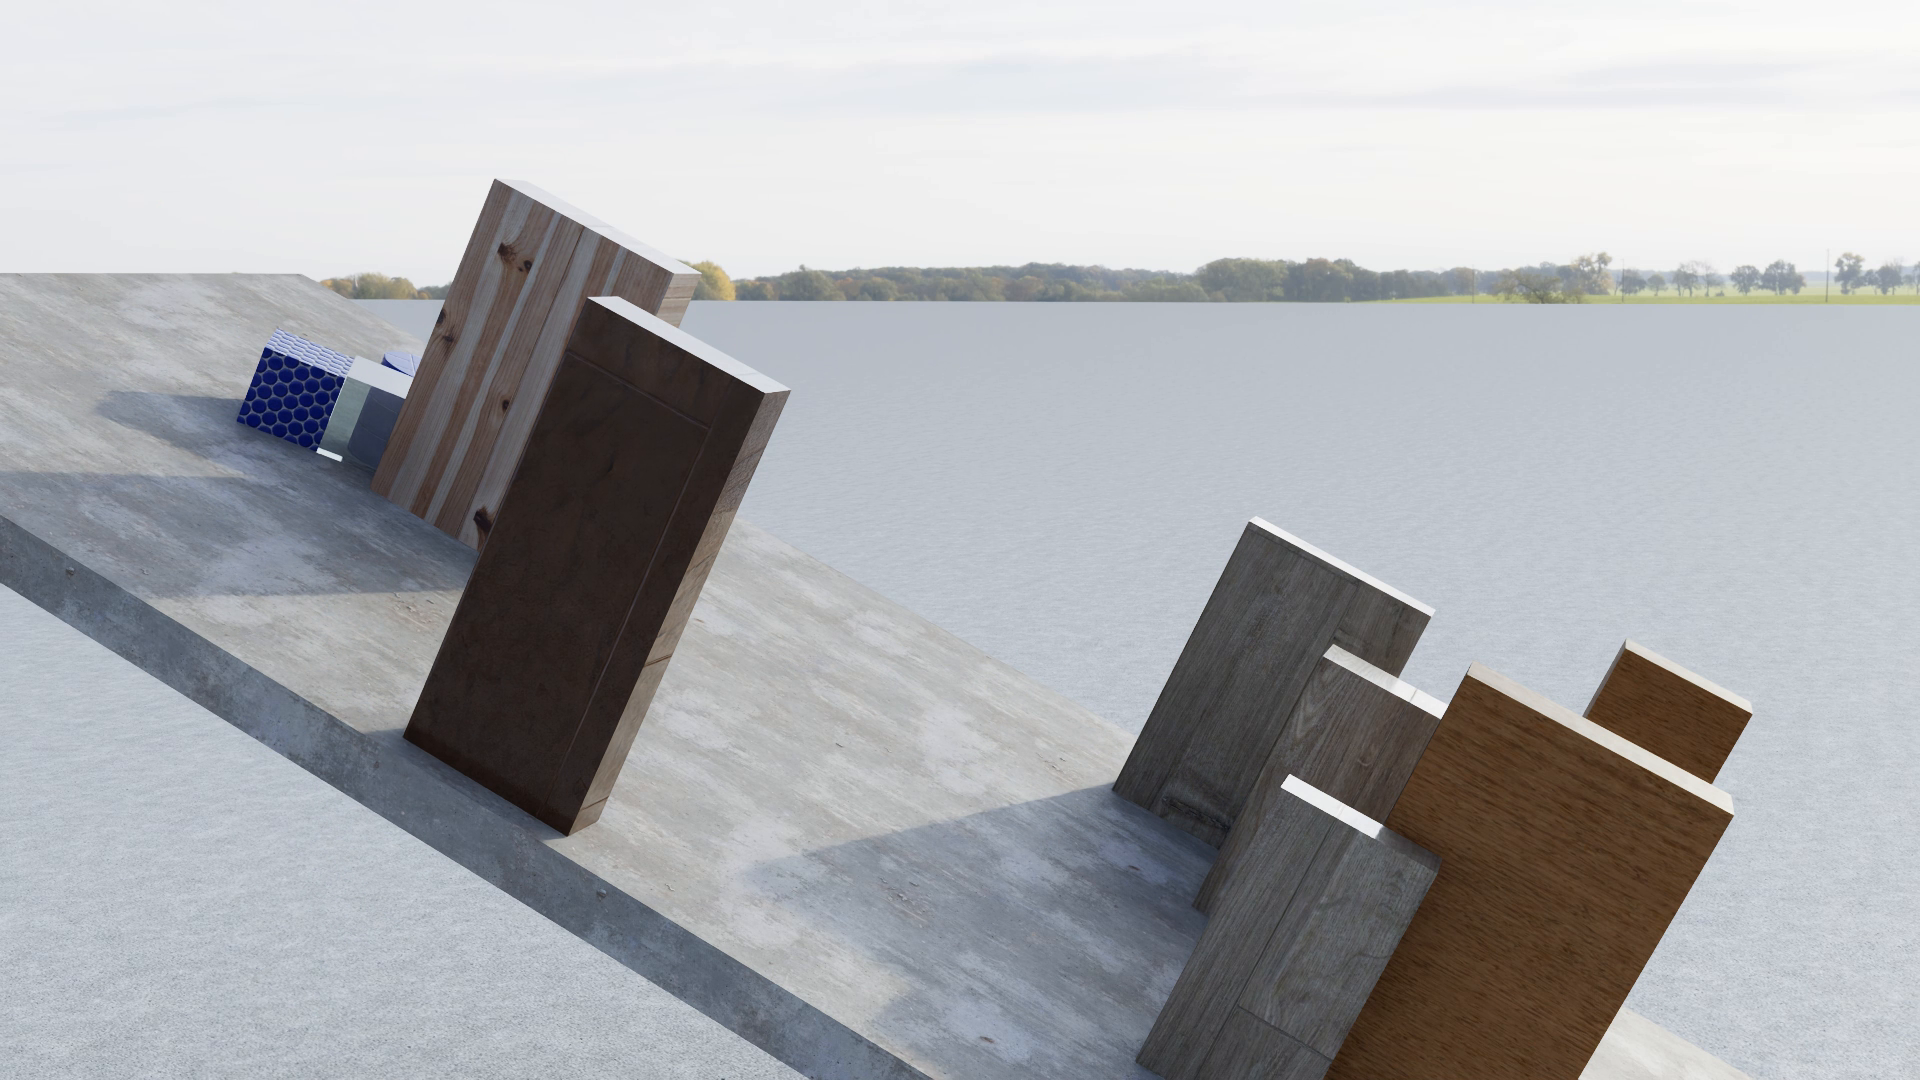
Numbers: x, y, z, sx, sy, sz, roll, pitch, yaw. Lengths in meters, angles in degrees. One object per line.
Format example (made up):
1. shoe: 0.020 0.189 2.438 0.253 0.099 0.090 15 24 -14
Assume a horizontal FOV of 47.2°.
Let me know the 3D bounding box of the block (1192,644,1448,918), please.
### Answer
1. block: 0.761 0.548 4.117 0.440 0.547 0.137 29 14 12

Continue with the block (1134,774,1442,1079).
1. block: 0.502 0.647 3.380 0.261 0.502 0.089 29 14 12

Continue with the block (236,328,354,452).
1. block: -1.323 -0.300 4.388 0.162 0.162 0.162 22 14 -15

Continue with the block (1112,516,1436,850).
1. block: 0.638 0.331 4.513 0.408 0.638 0.090 29 14 12

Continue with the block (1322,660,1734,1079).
1. block: 0.806 0.632 3.415 0.431 0.769 0.132 29 14 12

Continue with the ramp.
1. ramp: -0.250 0.422 4.162 4.000 0.100 2.000 29 14 12

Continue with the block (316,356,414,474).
1. block: -1.173 -0.244 4.429 0.169 0.169 0.169 22 14 -15

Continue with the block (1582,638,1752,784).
1. block: 1.351 0.595 4.621 0.279 0.722 0.135 29 14 12

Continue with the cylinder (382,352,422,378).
1. cylinder: -1.152 -0.281 4.601 0.170 0.170 0.170 24 14 -6

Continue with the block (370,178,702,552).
1. block: -0.821 -0.303 4.229 0.407 0.662 0.125 29 14 12

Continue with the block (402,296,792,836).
1. block: -0.546 0.041 3.269 0.305 0.741 0.101 29 14 12
